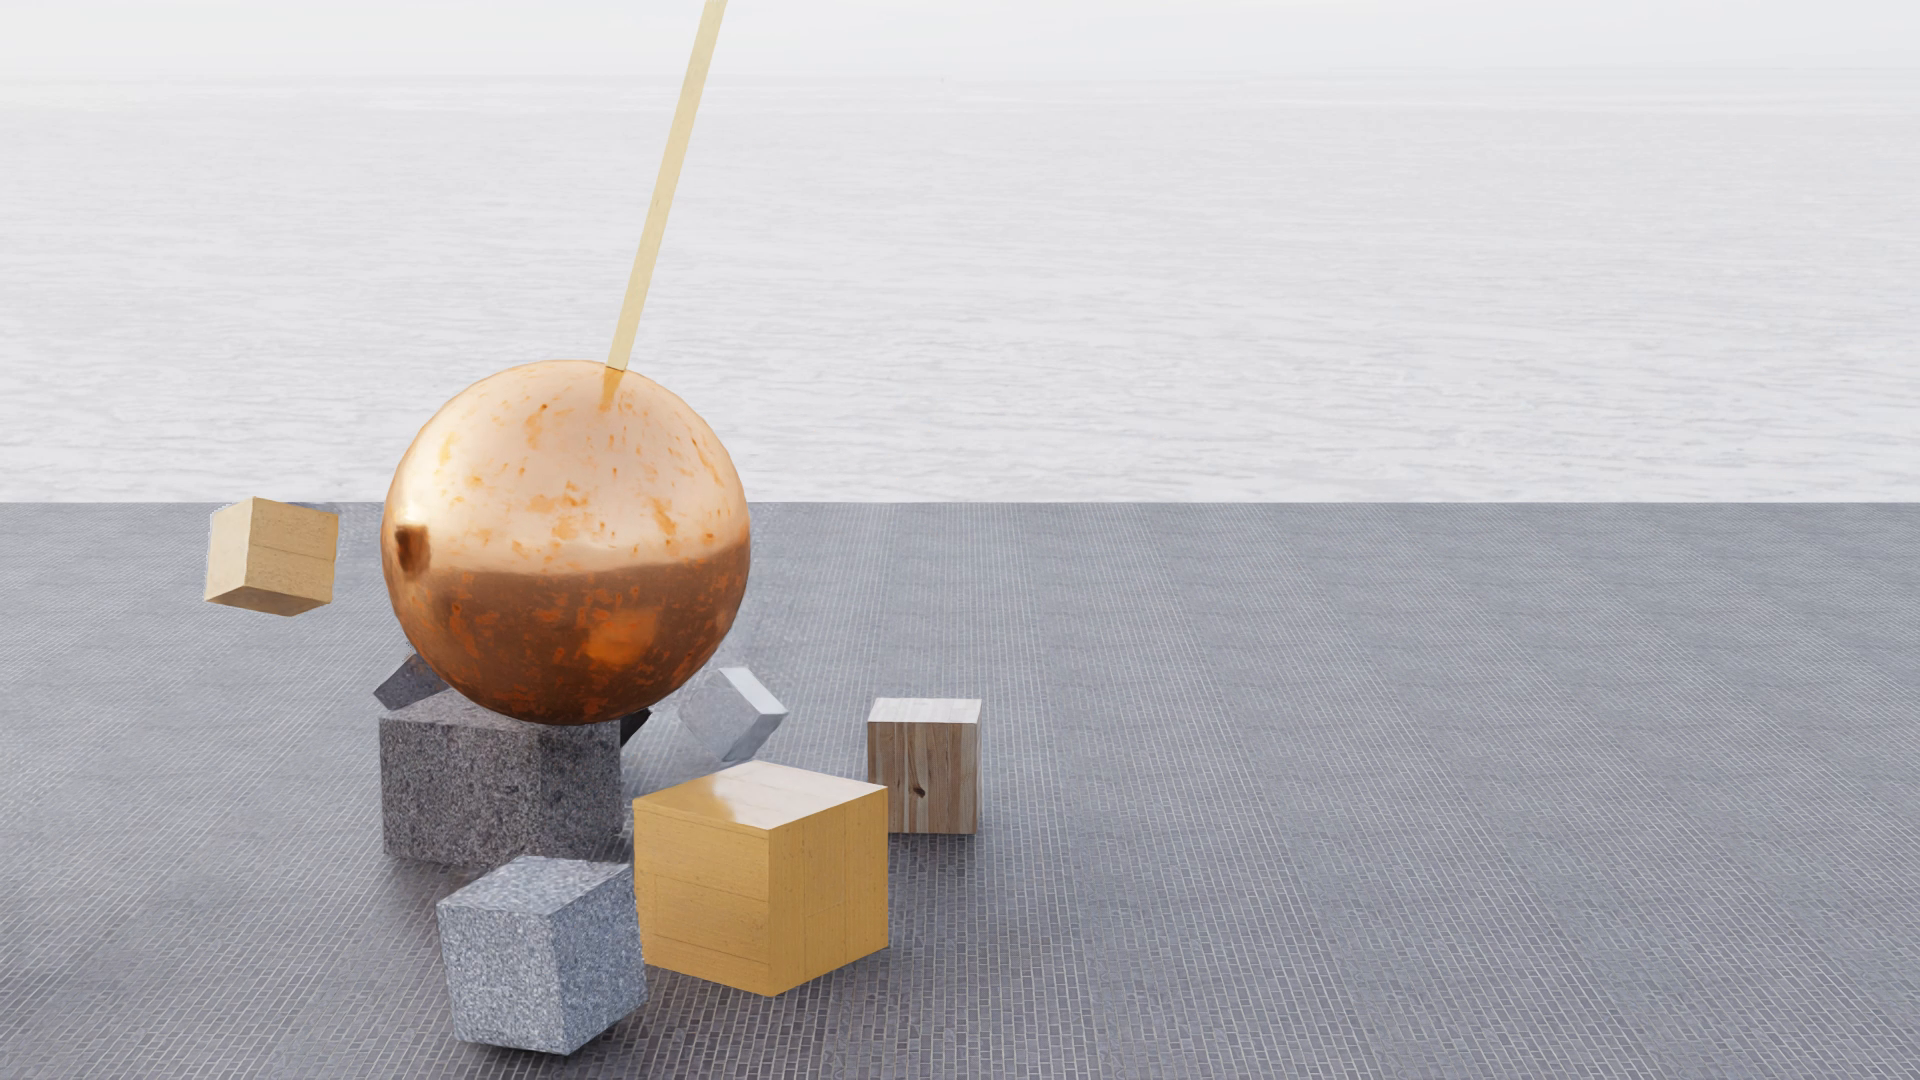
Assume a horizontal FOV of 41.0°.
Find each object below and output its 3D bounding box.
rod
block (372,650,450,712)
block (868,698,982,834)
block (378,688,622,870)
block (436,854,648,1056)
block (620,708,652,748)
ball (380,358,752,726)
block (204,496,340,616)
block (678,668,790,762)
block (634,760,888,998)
[{"bbox_3d":[-0.740,-3.195,10.599,0.080,5.200,0.080,16,10,-3],"label":"rod"},{"bbox_3d":[-2.541,0.707,12.503,0.360,0.392,0.350,-40,9,27],"label":"block"},{"bbox_3d":[-0.162,1.068,12.193,0.509,0.535,0.458,1,10,4],"label":"block"},{"bbox_3d":[-2.103,1.083,11.802,0.824,0.647,0.735,4,11,20],"label":"block"},{"bbox_3d":[-1.522,1.506,9.381,0.504,0.527,0.510,1,14,28],"label":"block"},{"bbox_3d":[-2.018,0.798,12.935,0.508,0.625,0.593,-48,23,-8],"label":"block"},{"bbox_3d":[-1.708,0.012,11.182,1.600,1.600,1.600,0,10,0],"label":"ball"},{"bbox_3d":[-2.878,0.075,10.733,0.390,0.378,0.371,14,-20,-39],"label":"block"},{"bbox_3d":[-1.136,0.876,12.889,0.331,0.327,0.334,44,13,17],"label":"block"},{"bbox_3d":[-0.794,1.341,10.314,0.702,0.670,0.739,7,13,36],"label":"block"}]
